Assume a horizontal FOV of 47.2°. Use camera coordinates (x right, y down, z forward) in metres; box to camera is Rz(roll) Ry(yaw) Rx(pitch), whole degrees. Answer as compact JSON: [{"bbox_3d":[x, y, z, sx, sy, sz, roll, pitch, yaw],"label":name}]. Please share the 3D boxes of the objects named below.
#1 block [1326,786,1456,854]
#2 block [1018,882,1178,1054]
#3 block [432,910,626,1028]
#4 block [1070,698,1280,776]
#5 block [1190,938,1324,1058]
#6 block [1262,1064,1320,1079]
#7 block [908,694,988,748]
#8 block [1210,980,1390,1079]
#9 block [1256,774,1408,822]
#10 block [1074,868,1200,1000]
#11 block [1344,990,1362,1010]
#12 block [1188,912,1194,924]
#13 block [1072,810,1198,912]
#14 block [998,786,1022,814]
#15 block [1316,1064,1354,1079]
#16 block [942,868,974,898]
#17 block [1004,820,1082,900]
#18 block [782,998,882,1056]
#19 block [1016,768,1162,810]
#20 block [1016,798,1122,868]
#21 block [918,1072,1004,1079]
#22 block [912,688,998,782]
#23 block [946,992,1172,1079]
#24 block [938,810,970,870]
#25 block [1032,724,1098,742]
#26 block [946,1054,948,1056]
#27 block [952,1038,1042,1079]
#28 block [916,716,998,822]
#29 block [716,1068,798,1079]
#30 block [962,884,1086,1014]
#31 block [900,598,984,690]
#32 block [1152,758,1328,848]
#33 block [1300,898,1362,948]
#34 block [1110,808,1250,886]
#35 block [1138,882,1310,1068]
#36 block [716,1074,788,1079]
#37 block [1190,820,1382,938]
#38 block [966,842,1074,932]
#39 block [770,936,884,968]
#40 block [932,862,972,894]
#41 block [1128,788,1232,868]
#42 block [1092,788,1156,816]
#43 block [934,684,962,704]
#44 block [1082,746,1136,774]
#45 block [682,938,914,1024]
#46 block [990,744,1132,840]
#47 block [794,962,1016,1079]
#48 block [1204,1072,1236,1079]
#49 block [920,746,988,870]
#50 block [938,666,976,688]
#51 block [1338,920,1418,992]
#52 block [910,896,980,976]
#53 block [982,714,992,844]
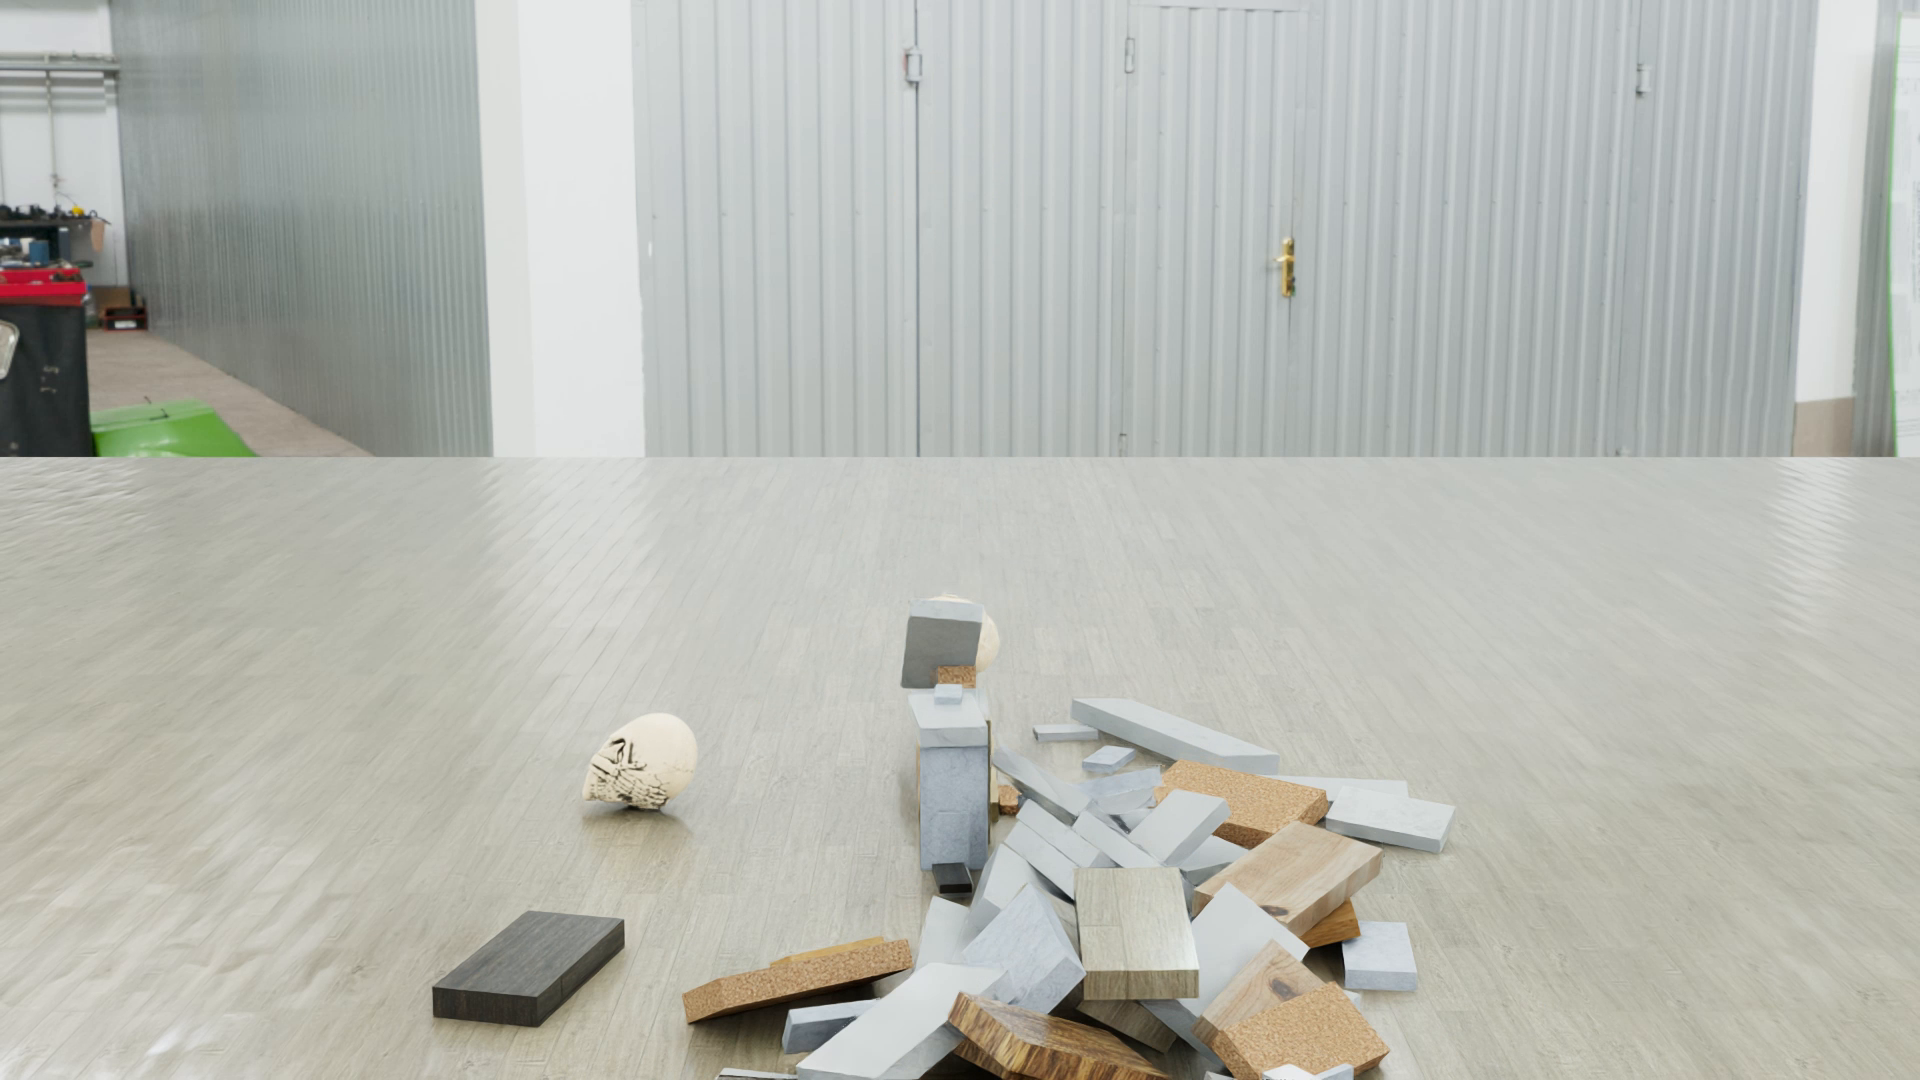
[{"bbox_3d":[0.773,0.501,3.949,0.209,0.030,0.104,9,32,25],"label":"block"},{"bbox_3d":[0.191,0.607,3.145,0.158,0.045,0.316,31,6,-22],"label":"block"},{"bbox_3d":[-0.639,0.637,3.289,0.162,0.046,0.324,3,11,13],"label":"block"},{"bbox_3d":[0.433,0.401,4.512,0.149,0.042,0.510,2,8,-33],"label":"block"},{"bbox_3d":[0.418,0.647,3.015,0.121,0.034,0.241,40,32,14],"label":"block"},{"bbox_3d":[0.435,0.695,2.798,0.049,0.014,0.097,-7,13,-34],"label":"block"},{"bbox_3d":[-0.023,0.312,3.820,0.115,0.033,0.230,-1,10,-7],"label":"block"},{"bbox_3d":[0.456,0.676,2.932,0.241,0.034,0.121,-10,51,-43],"label":"block"},{"bbox_3d":[0.686,0.486,4.114,0.297,0.042,0.148,2,11,8],"label":"block"},{"bbox_3d":[0.241,0.544,3.061,0.153,0.043,0.306,-1,17,1],"label":"block"},{"bbox_3d":[0.468,0.665,3.190,0.199,0.028,0.099,8,13,36],"label":"block"},{"bbox_3d":[0.448,0.576,3.527,0.341,0.028,0.099,-19,20,-36],"label":"block"},{"bbox_3d":[0.295,0.520,3.517,0.134,0.038,0.268,34,-3,-26],"label":"block"},{"bbox_3d":[0.105,0.490,4.156,0.064,0.018,0.128,0,11,-2],"label":"block"},{"bbox_3d":[0.472,0.717,2.854,0.097,0.049,0.014,-8,14,-38],"label":"block"},{"bbox_3d":[-0.008,0.576,3.701,0.054,0.015,0.107,-1,11,-6],"label":"block"},{"bbox_3d":[0.228,0.564,3.415,0.153,0.043,0.544,36,-4,-20],"label":"block"},{"bbox_3d":[-0.114,0.656,2.998,0.249,0.078,0.022,-3,47,-18],"label":"block"},{"bbox_3d":[0.231,0.448,3.927,0.233,0.033,0.117,-16,-9,30],"label":"block"},{"bbox_3d":[0.205,0.514,3.616,0.134,0.038,0.268,37,-4,-26],"label":"block"},{"bbox_3d":[-0.003,0.699,2.773,0.119,0.034,0.239,-1,-9,-4],"label":"block"},{"bbox_3d":[-0.012,0.388,4.354,0.148,0.042,0.296,-1,27,-4],"label":"block"},{"bbox_3d":[0.130,0.654,2.821,0.280,0.040,0.140,24,2,-39],"label":"block"},{"bbox_3d":[-0.012,0.517,3.767,0.054,0.107,0.015,0,11,-2],"label":"block"},{"bbox_3d":[0.221,0.404,4.620,0.128,0.018,0.064,-2,11,-8],"label":"block"},{"bbox_3d":[-0.090,0.697,3.040,0.135,0.019,0.067,-3,11,-15],"label":"block"},{"bbox_3d":[0.040,0.678,2.902,0.119,0.034,0.238,30,-11,-33],"label":"block"},{"bbox_3d":[-0.008,0.432,4.172,0.148,0.042,0.296,-1,27,-2],"label":"block"},{"bbox_3d":[-0.258,0.724,2.894,0.135,0.019,0.067,3,11,14],"label":"block"},{"bbox_3d":[0.085,0.582,3.028,0.040,0.140,0.280,43,3,-13],"label":"block"},{"bbox_3d":[-0.040,0.221,4.551,0.148,0.042,0.296,5,-33,-2],"label":"block"},{"bbox_3d":[0.492,0.483,4.000,0.314,0.044,0.157,9,31,39],"label":"block"},{"bbox_3d":[0.568,0.589,3.474,0.104,0.030,0.234,-15,5,7],"label":"block"},{"bbox_3d":[0.360,0.539,3.820,0.157,0.044,0.314,-6,12,-31],"label":"block"},{"bbox_3d":[0.373,0.610,3.111,0.153,0.043,0.306,38,31,12],"label":"block"},{"bbox_3d":[-0.257,0.748,2.691,0.162,0.046,0.324,2,11,9],"label":"block"},{"bbox_3d":[0.516,0.535,3.445,0.157,0.044,0.350,16,20,31],"label":"block"},{"bbox_3d":[0.102,0.568,3.385,0.158,0.045,0.316,35,9,1],"label":"block"},{"bbox_3d":[-0.199,0.628,3.313,0.157,0.022,0.078,-6,-15,-31],"label":"block"},{"bbox_3d":[-0.014,0.565,3.678,0.054,0.015,0.107,-1,11,-7],"label":"block"},{"bbox_3d":[0.341,0.511,3.718,0.117,0.033,0.233,5,36,49],"label":"block"},{"bbox_3d":[0.236,0.479,3.909,0.117,0.033,0.233,-7,-9,-28],"label":"block"},{"bbox_3d":[-0.021,0.274,3.901,0.048,0.014,0.095,0,10,1],"label":"block"},{"bbox_3d":[0.299,0.441,4.422,0.064,0.018,0.128,5,12,25],"label":"block"},{"bbox_3d":[-0.232,0.632,3.152,0.297,0.042,0.148,-6,-16,-30],"label":"block"},{"bbox_3d":[0.171,0.446,3.764,0.134,0.038,0.268,47,-12,-34],"label":"block"},{"bbox_3d":[-0.068,0.636,2.849,0.140,0.040,0.280,-4,17,41],"label":"block"},{"bbox_3d":[0.396,0.712,2.769,0.172,0.024,0.086,16,-2,-3],"label":"block"},{"bbox_3d":[-0.011,0.452,3.783,0.115,0.230,0.033,-1,9,-3],"label":"block"},{"bbox_3d":[-0.007,0.336,4.525,0.077,0.155,0.022,0,-22,0],"label":"block"},{"bbox_3d":[0.636,0.633,3.357,0.104,0.030,0.209,1,11,7],"label":"block"},{"bbox_3d":[0.015,0.623,3.238,0.158,0.045,0.316,19,11,0],"label":"block"},{"bbox_3d":[-0.003,0.427,3.916,0.115,0.229,0.033,0,10,-2],"label":"block"}]
